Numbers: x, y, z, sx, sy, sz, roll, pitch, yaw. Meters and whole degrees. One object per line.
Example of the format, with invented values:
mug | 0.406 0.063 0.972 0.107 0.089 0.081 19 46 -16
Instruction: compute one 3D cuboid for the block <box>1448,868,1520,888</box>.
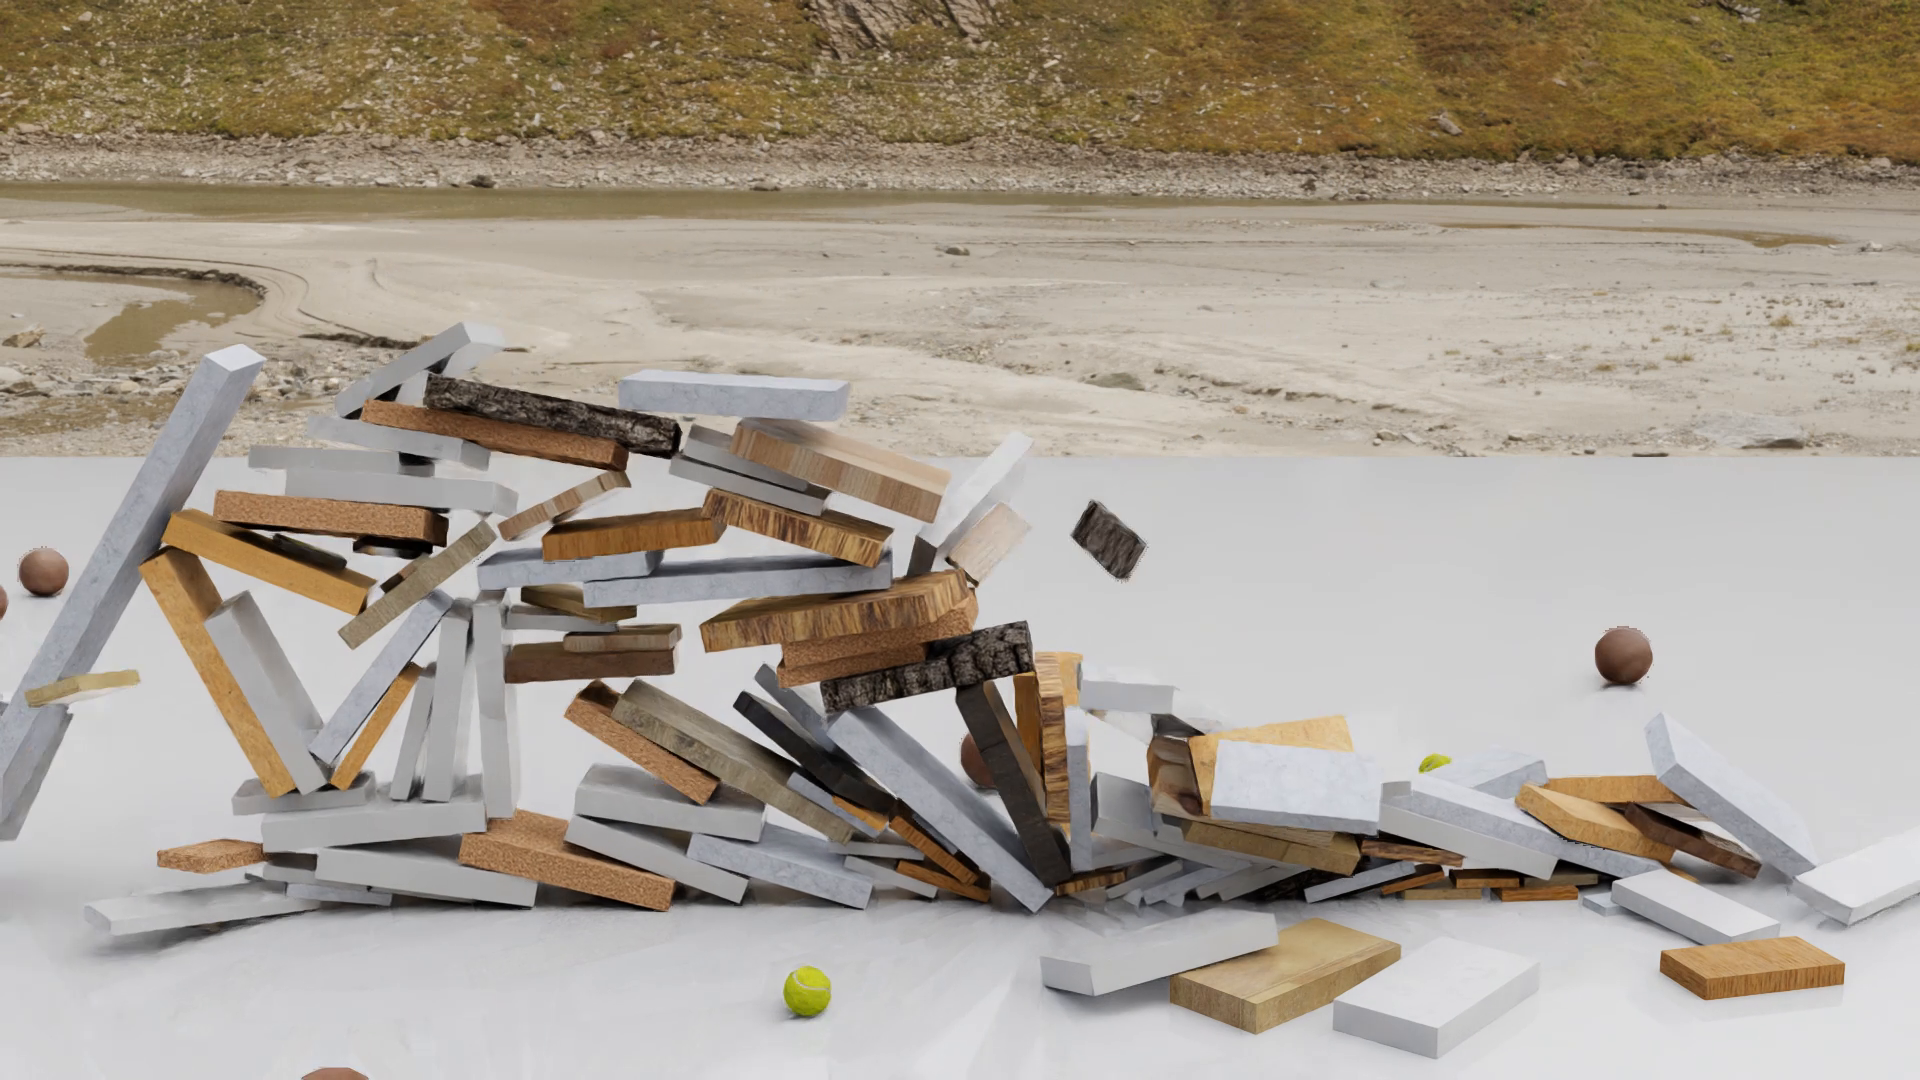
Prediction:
block | 0.874 0.564 3.670 0.104 0.015 0.052 0 11 -2

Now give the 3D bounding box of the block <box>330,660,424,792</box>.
block | -0.947 0.302 3.582 0.030 0.211 0.105 33 8 -8

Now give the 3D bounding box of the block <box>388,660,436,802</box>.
block | -0.888 0.313 3.610 0.030 0.211 0.105 15 10 -5

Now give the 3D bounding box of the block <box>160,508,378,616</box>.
block | -1.107 0.035 3.543 0.320 0.045 0.160 22 1 -9

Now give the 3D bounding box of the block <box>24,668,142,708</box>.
block | -1.336 0.226 3.355 0.087 0.025 0.174 -17 -3 8

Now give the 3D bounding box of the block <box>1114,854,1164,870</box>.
block | 0.313 0.508 3.662 0.133 0.019 0.067 -17 17 0

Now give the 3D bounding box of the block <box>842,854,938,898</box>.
block | -0.112 0.547 3.659 0.158 0.022 0.079 19 11 -1

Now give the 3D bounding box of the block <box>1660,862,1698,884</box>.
block | 1.194 0.569 3.739 0.058 0.016 0.116 -3 11 -14

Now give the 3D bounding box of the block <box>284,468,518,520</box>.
block | -0.897 -0.073 3.550 0.330 0.047 0.165 4 -5 2

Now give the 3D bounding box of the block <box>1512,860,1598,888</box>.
block | 0.993 0.557 3.681 0.128 0.018 0.064 -2 16 -8

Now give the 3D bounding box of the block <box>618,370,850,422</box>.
block | -0.360 -0.233 3.544 0.344 0.049 0.172 3 10 5

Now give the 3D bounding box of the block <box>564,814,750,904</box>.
block | -0.495 0.507 3.660 0.305 0.043 0.153 21 10 -4

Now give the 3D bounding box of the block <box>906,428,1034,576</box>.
block | 0.016 -0.045 3.679 0.041 0.145 0.291 34 55 13

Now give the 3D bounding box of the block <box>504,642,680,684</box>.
block | -0.602 0.196 3.616 0.271 0.038 0.135 -3 9 -3

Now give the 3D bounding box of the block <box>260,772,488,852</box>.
block | -0.955 0.446 3.621 0.349 0.049 0.175 -5 11 -8

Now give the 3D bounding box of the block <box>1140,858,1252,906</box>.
block | 0.388 0.541 3.639 0.184 0.026 0.092 -22 15 8

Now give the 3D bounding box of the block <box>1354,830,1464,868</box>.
block | 0.727 0.501 3.628 0.184 0.026 0.092 9 11 -15

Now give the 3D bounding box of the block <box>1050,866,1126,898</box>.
block | 0.210 0.559 3.665 0.133 0.019 0.067 -14 17 11

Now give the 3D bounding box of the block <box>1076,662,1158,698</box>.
block | 0.262 0.244 3.621 0.143 0.072 0.020 8 -31 -23

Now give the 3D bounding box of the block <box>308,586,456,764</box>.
block | -0.941 0.218 3.586 0.043 0.304 0.152 37 2 -8

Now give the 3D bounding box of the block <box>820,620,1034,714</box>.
block | -0.051 0.206 3.597 0.341 0.048 0.171 -12 9 3

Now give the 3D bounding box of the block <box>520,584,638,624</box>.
block | -0.627 0.102 3.619 0.176 0.025 0.088 13 11 31

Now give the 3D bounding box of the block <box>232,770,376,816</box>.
block | -1.075 0.414 3.611 0.211 0.030 0.105 -4 11 -4

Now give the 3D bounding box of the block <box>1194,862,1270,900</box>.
block | 0.467 0.531 3.654 0.184 0.026 0.092 -25 14 -2

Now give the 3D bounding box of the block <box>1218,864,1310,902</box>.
block | 0.513 0.540 3.661 0.185 0.026 0.092 -22 15 5

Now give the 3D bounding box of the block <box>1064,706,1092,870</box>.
block | 0.193 0.404 3.579 0.034 0.239 0.120 -3 26 3

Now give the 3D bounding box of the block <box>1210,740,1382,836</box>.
block | 0.512 0.375 3.346 0.249 0.035 0.125 5 48 10

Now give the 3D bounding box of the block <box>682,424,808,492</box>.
block | -0.342 -0.133 3.553 0.203 0.029 0.102 17 15 -7

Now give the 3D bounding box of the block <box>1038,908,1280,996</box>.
block | 0.296 0.610 3.271 0.318 0.045 0.159 -10 -1 -25

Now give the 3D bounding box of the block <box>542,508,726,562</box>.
block | -0.525 -0.012 3.562 0.275 0.039 0.138 -6 11 2

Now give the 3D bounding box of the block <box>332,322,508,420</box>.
block | -0.877 -0.273 3.574 0.261 0.037 0.131 -28 -6 14

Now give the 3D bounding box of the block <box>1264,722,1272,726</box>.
block | 0.519 0.429 3.726 0.153 0.305 0.043 6 43 -26

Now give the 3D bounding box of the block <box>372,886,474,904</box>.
block | -0.886 0.567 3.643 0.166 0.023 0.083 9 9 -12

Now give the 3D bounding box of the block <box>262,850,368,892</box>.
block | -1.051 0.541 3.601 0.166 0.023 0.083 9 9 -13

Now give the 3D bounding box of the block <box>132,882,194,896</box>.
block | -1.324 0.587 3.652 0.092 0.013 0.046 -2 11 -12

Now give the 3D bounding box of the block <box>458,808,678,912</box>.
block | -0.640 0.524 3.657 0.349 0.049 0.175 14 10 -2

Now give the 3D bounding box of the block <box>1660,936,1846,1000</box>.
block | 1.188 0.641 3.301 0.236 0.033 0.118 -3 11 -15

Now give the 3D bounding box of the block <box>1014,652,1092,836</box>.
block | 0.167 0.379 3.870 0.047 0.333 0.167 2 12 31

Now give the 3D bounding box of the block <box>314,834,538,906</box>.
block | -0.876 0.532 3.641 0.349 0.049 0.175 9 9 -11

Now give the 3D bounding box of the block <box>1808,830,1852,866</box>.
block | 1.482 0.550 3.801 0.104 0.030 0.209 -3 11 -15

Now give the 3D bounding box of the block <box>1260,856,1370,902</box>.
block | 0.584 0.543 3.668 0.184 0.026 0.092 -22 10 1

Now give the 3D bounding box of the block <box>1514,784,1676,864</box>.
block | 1.074 0.479 3.712 0.262 0.037 0.131 16 11 -33

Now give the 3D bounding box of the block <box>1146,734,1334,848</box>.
block | 0.447 0.401 3.511 0.291 0.041 0.145 13 32 -8

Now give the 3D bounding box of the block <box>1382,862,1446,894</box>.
block | 0.751 0.561 3.658 0.104 0.015 0.052 -16 11 7

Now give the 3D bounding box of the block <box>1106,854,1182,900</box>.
block | 0.306 0.549 3.650 0.133 0.019 0.067 -25 15 13

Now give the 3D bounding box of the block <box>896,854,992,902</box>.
block | -0.027 0.554 3.655 0.158 0.022 0.079 19 11 -3

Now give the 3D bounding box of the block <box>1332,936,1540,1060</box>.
block | 0.693 0.657 3.181 0.162 0.046 0.324 9 14 39

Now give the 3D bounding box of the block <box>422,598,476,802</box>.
block | -0.830 0.260 3.608 0.043 0.304 0.152 8 10 -4

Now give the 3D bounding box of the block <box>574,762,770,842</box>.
block | -0.474 0.433 3.652 0.305 0.043 0.153 9 11 0

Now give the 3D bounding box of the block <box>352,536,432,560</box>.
block | -0.913 0.013 3.539 0.112 0.016 0.056 9 -18 -38

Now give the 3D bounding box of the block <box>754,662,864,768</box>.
block | -0.242 0.301 3.751 0.240 0.034 0.120 39 5 40

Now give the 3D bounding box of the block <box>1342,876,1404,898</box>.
block | 0.682 0.565 3.661 0.104 0.015 0.052 -16 10 5

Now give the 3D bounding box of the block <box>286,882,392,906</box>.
block | -1.021 0.569 3.615 0.166 0.023 0.083 8 9 -20

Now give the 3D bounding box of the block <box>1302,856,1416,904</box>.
block | 0.657 0.552 3.660 0.185 0.026 0.092 -17 10 3

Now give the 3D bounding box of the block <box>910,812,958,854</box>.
block | -0.039 0.476 3.619 0.094 0.013 0.047 42 10 0

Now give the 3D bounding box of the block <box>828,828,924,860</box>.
block | -0.136 0.502 3.656 0.158 0.022 0.079 5 11 2

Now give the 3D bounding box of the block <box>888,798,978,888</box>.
block | -0.043 0.498 3.626 0.171 0.024 0.086 38 10 -8

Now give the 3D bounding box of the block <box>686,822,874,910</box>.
block | -0.292 0.526 3.659 0.305 0.043 0.153 17 11 -1
